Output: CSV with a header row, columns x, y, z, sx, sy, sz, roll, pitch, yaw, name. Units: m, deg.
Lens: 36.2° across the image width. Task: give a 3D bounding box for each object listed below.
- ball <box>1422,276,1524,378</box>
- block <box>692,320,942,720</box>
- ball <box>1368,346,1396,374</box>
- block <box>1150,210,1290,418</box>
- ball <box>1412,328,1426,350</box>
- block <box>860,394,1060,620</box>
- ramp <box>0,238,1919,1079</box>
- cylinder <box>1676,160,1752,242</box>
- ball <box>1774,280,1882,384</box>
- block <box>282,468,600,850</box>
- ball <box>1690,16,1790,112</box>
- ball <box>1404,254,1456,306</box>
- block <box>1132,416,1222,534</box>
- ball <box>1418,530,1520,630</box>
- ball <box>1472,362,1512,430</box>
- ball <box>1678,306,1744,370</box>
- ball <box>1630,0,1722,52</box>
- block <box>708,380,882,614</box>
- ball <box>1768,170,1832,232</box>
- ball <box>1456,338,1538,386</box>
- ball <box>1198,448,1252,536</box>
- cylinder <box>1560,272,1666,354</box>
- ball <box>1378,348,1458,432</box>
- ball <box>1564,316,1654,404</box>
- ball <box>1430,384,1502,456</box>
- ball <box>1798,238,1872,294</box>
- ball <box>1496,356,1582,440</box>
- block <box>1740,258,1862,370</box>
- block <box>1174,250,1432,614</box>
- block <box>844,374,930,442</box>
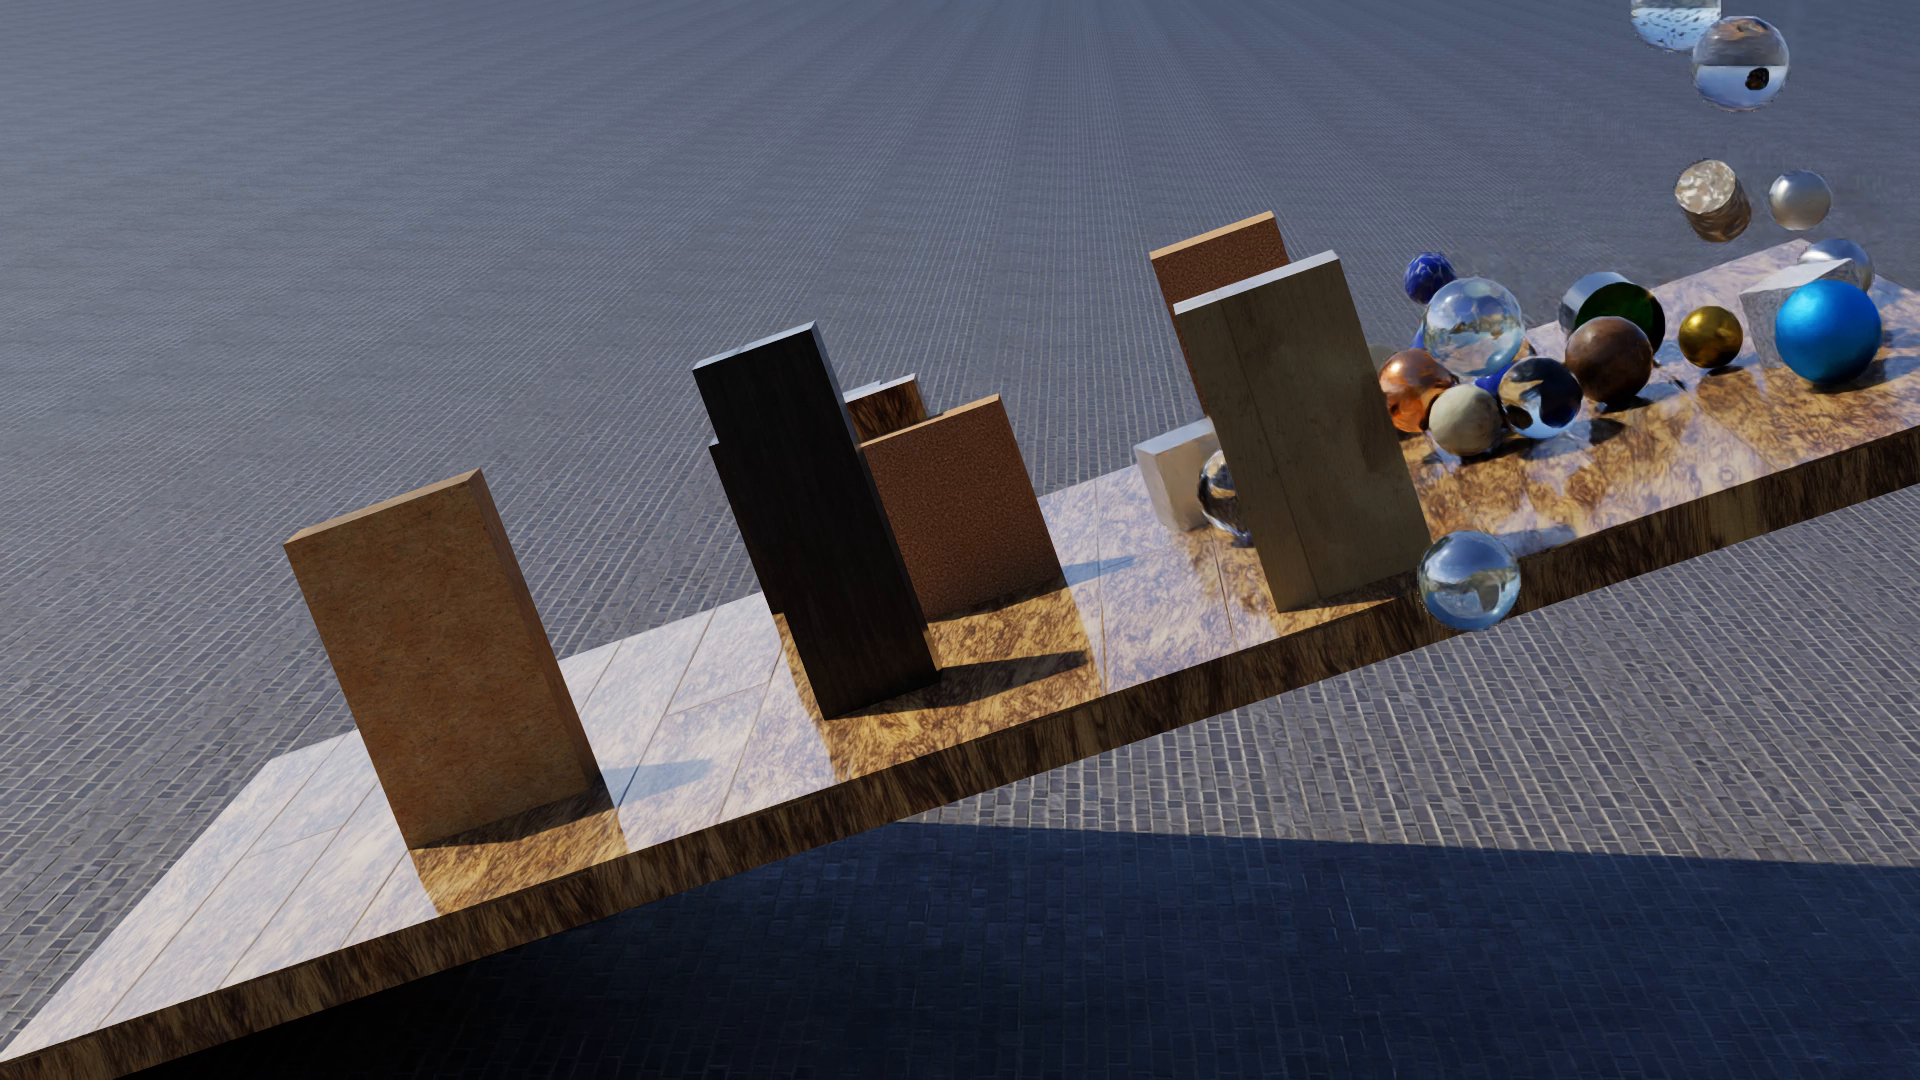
x,y,z,sx,sy,sz,roll,pitch,yaw,name
1.038,-0.430,5.951,0.206,0.206,0.206,0,13,0,ball
-0.277,-0.036,5.805,0.246,0.746,0.111,-19,11,6,block
0.935,-0.350,6.666,0.182,0.182,0.182,0,13,0,ball
0.653,-0.435,6.640,0.289,0.538,0.132,-19,11,6,block
1.127,-0.439,6.821,0.157,0.157,0.157,0,13,0,ball
-0.002,-0.068,6.364,0.324,0.407,0.089,-19,11,6,block
0.112,0.178,6.301,4.000,0.100,2.000,-19,11,6,ramp
1.629,-0.731,6.354,0.130,0.130,0.130,9,-19,34,cylinder
1.653,-0.397,5.602,0.197,0.197,0.197,0,13,0,ball
-1.051,0.243,5.993,0.400,0.678,0.134,-19,11,6,block
1.530,-0.935,5.770,0.187,0.187,0.187,0,13,0,ball
1.098,-0.608,6.877,0.123,0.123,0.123,0,13,0,ball
0.512,-0.143,6.411,0.182,0.182,0.182,-21,11,-8,block
0.866,0.068,5.001,0.172,0.172,0.172,0,13,0,ball
1.145,-0.304,6.184,0.140,0.140,0.140,0,13,0,ball
1.545,-0.417,6.056,0.131,0.131,0.131,0,13,0,ball
1.544,-1.149,6.342,0.193,0.193,0.193,0,13,0,ball
-0.318,-0.101,7.006,0.427,0.433,0.115,-19,11,6,block
1.646,-0.666,5.766,0.121,0.121,0.121,0,13,0,ball
1.161,-0.367,6.356,0.181,0.181,0.181,0,13,0,ball
0.586,-0.104,6.062,0.194,0.194,0.194,0,13,0,ball
1.418,-0.476,6.398,0.193,0.193,0.193,0,12,1,cylinder
0.960,-0.315,6.188,0.177,0.177,0.177,0,13,0,ball
1.339,-0.373,6.072,0.181,0.181,0.181,0,13,0,ball
1.043,-0.246,6.064,0.149,0.149,0.149,0,13,0,ball
1.833,-0.556,6.163,0.153,0.153,0.153,0,13,0,ball
1.178,-0.290,5.979,0.171,0.171,0.171,0,13,0,ball
1.694,-0.452,5.883,0.162,0.162,0.162,-27,13,-32,block
0.635,-0.199,5.409,0.308,0.587,0.136,-19,11,6,block
-0.144,-0.082,6.441,0.274,0.498,0.087,-19,11,6,block
